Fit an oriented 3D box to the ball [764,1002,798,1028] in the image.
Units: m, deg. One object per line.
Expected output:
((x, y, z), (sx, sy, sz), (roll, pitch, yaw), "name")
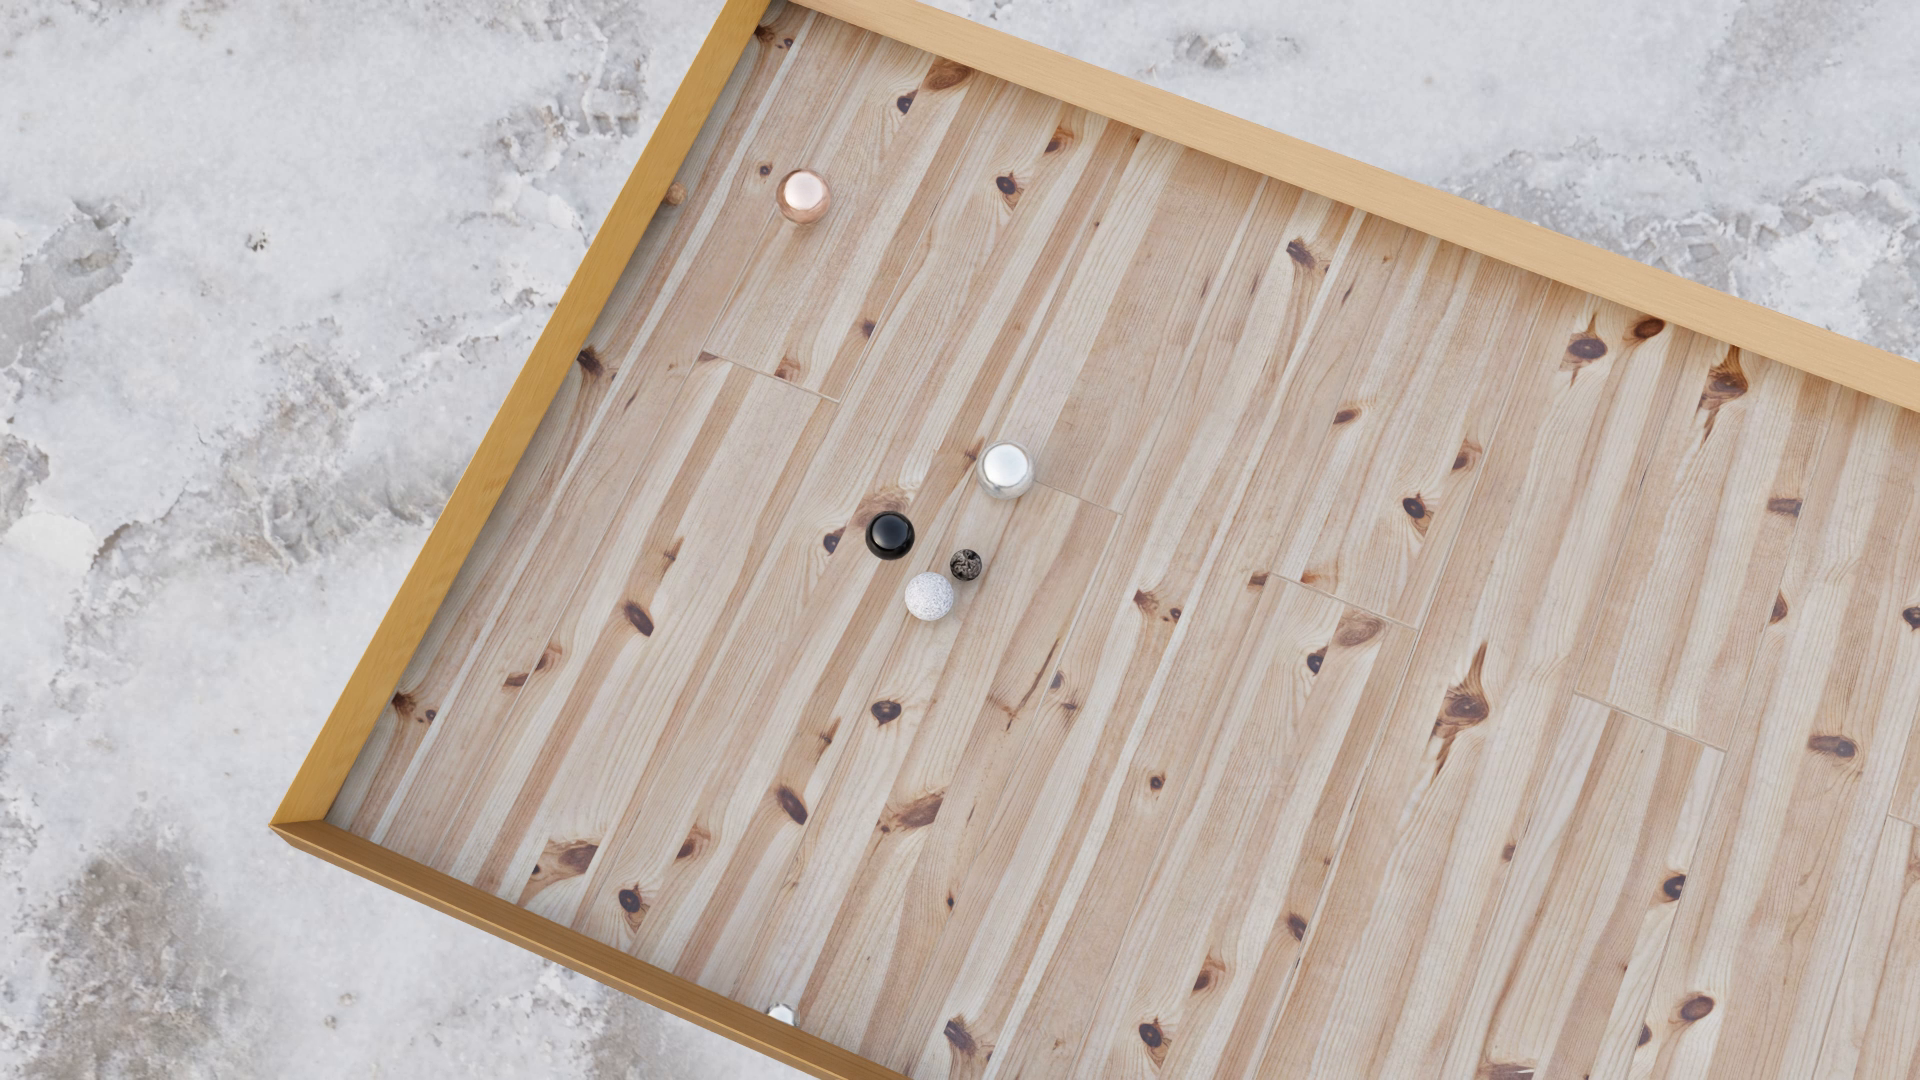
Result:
((-0.261, 0.700, 3.210), (0.051, 0.051, 0.051), (0, 68, 0), "ball")

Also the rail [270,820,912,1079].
((0.357, 0.962, 3.066), (2.960, 0.125, 0.045), (22, 70, 8), "rail")

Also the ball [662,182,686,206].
((-0.485, -0.586, 3.722), (0.042, 0.042, 0.042), (0, 68, 0), "ball")

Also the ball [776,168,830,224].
((-0.263, -0.577, 3.692), (0.092, 0.092, 0.092), (0, 68, 0), "ball")

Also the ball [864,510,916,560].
((-0.111, -0.007, 3.474), (0.080, 0.080, 0.080), (0, 68, 0), "ball")

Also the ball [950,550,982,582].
((0.009, 0.040, 3.471), (0.051, 0.051, 0.051), (0, 68, 0), "ball")

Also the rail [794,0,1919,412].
((1.004, -0.442, 3.620), (2.960, 0.125, 0.045), (22, 70, 8), "rail")

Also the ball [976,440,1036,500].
((0.073, -0.112, 3.506), (0.096, 0.096, 0.096), (0, 68, 0), "ball")

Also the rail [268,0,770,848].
((-0.658, -0.274, 3.553), (0.045, 0.125, 1.690), (22, 70, 8), "rail")

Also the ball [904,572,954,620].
((-0.048, 0.088, 3.438), (0.077, 0.077, 0.077), (0, 68, 0), "ball")
